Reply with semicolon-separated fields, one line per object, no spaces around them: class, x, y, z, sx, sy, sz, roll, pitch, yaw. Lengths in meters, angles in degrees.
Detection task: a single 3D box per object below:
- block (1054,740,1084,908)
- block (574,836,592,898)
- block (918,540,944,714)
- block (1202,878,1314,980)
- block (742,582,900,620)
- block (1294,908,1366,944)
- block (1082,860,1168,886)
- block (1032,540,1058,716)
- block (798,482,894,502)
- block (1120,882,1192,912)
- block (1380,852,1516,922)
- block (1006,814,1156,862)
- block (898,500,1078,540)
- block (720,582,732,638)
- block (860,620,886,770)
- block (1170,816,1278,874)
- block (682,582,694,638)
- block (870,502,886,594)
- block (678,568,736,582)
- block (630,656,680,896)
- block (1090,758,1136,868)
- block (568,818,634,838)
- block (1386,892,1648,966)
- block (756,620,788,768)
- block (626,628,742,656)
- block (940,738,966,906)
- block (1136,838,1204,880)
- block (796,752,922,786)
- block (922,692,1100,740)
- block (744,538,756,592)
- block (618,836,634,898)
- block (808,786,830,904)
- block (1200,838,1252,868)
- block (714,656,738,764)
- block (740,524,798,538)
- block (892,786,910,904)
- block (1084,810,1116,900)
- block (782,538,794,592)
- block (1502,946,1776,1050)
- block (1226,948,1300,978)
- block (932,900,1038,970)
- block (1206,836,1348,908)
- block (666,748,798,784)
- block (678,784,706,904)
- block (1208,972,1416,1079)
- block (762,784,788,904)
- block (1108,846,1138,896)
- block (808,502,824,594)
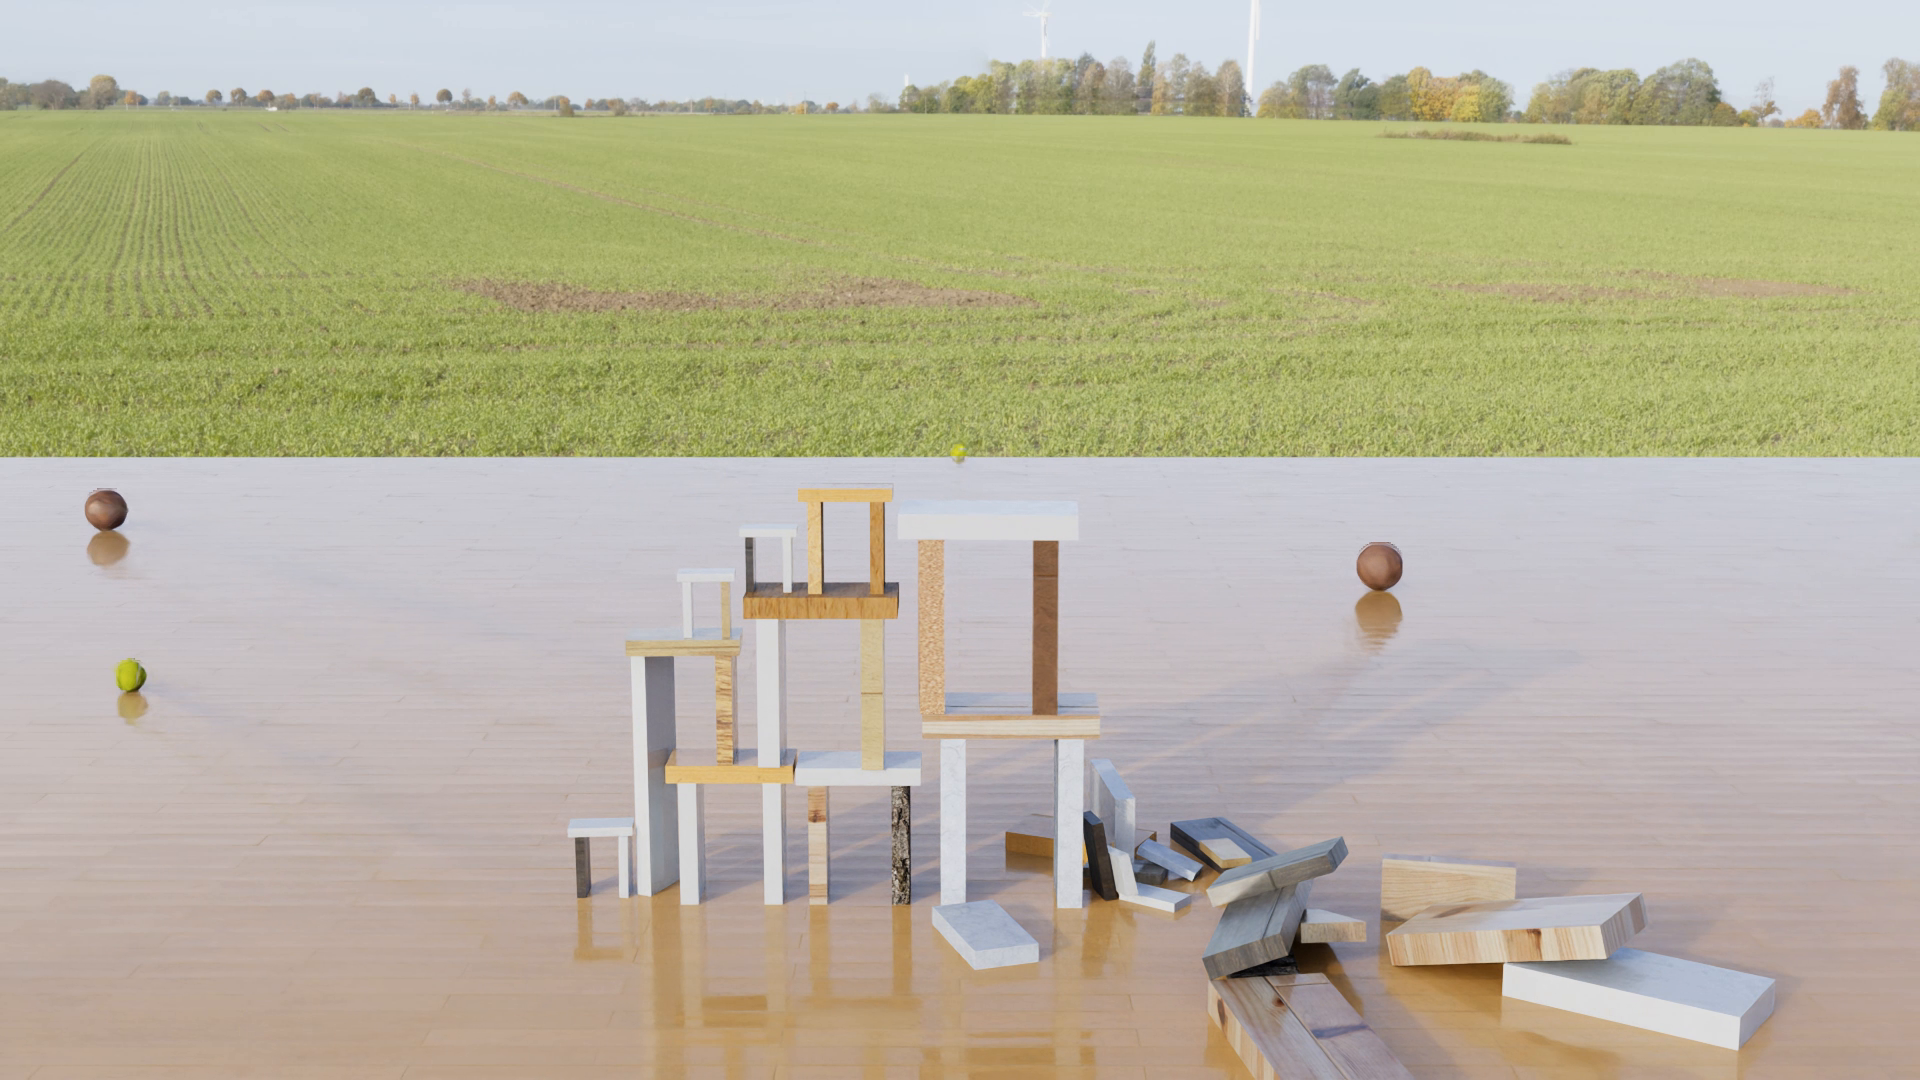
block;0.179;0.449;3.645;0.041;0.286;0.143;0;11;0
block;-0.628;0.537;3.664;0.015;0.105;0.053;0;11;0
block;-0.047;0.127;3.589;0.041;0.286;0.143;-1;11;-2
block;0.462;0.576;3.366;0.120;0.034;0.445;-21;0;15
block;-0.224;0.098;3.577;0.247;0.035;0.123;0;11;0
block;0.543;0.597;3.405;0.103;0.029;0.205;0;-4;-11
block;0.283;0.564;3.757;0.135;0.019;0.068;3;11;16
block;0.139;0.128;3.583;0.041;0.286;0.143;0;11;2
block;-0.184;-0.078;3.549;0.150;0.021;0.075;0;11;0
block;0.322;0.589;3.631;0.106;0.015;0.053;8;13;36
block;0.782;0.564;3.527;0.208;0.104;0.029;2;11;13
block;0.214;0.532;3.891;0.239;0.034;0.120;5;12;25
block;0.047;-0.033;3.553;0.286;0.041;0.143;0;11;2
block;-0.380;0.108;3.575;0.013;0.092;0.046;0;11;-2
block;-0.142;0.239;3.602;0.035;0.251;0.123;0;11;0
block;0.480;0.547;3.821;0.103;0.029;0.326;-4;11;-18
block;-0.441;0.109;3.573;0.013;0.092;0.046;0;11;-2
block;-0.133;0.006;3.564;0.021;0.150;0.075;0;11;0
block;-0.411;0.057;3.565;0.092;0.013;0.046;-1;11;-3
block;-0.507;0.378;3.663;0.026;0.419;0.091;5;11;23
block;0.262;0.470;3.802;0.034;0.120;0.239;-1;11;-7
block;-0.596;0.478;3.656;0.105;0.015;0.053;-1;11;-4
block;0.837;0.587;3.312;0.342;0.048;0.171;-11;2;38
block;-0.308;0.236;3.603;0.035;0.247;0.123;0;11;1
block;-0.449;0.166;3.587;0.183;0.026;0.091;0;11;-2
block;-0.011;0.449;3.647;0.041;0.286;0.143;0;11;0
block;0.359;0.547;3.761;0.106;0.015;0.053;25;16;17
block;-0.165;0.376;3.626;0.203;0.029;0.102;0;11;0
block;0.083;0.288;3.615;0.286;0.041;0.143;0;11;1
block;-0.339;0.036;3.568;0.013;0.091;0.045;0;11;0
block;-0.557;0.537;3.664;0.015;0.105;0.053;1;11;0
block;-0.233;0.491;3.647;0.029;0.203;0.102;0;11;0
block;0.454;0.535;3.762;0.053;0.015;0.106;-3;11;-14
block;-0.383;0.268;3.610;0.026;0.183;0.091;0;11;0
block;-0.309;-0.015;3.558;0.091;0.013;0.045;0;11;0
block;-0.097;0.491;3.647;0.029;0.203;0.102;0;11;0
block;0.229;0.524;3.651;0.019;0.135;0.067;-13;13;-12
block;-0.279;0.036;3.568;0.013;0.091;0.045;0;11;0
block;0.987;0.652;3.204;0.342;0.048;0.171;7;13;35
block;0.452;0.644;3.299;0.103;0.029;0.205;0;11;1
block;0.038;0.617;3.445;0.104;0.029;0.208;-4;11;-18
block;0.503;0.525;3.483;0.208;0.029;0.104;-21;0;25
block;-0.375;0.372;3.627;0.207;0.029;0.103;0;11;0
block;-0.444;0.488;3.649;0.029;0.207;0.104;0;11;0
block;0.475;0.691;2.994;0.171;0.048;0.395;-2;11;-9
block;-0.306;0.488;3.649;0.029;0.207;0.104;0;11;0
block;0.258;0.546;3.646;0.019;0.068;0.135;-14;3;-14
block;-0.234;0.006;3.564;0.021;0.150;0.075;0;11;0
